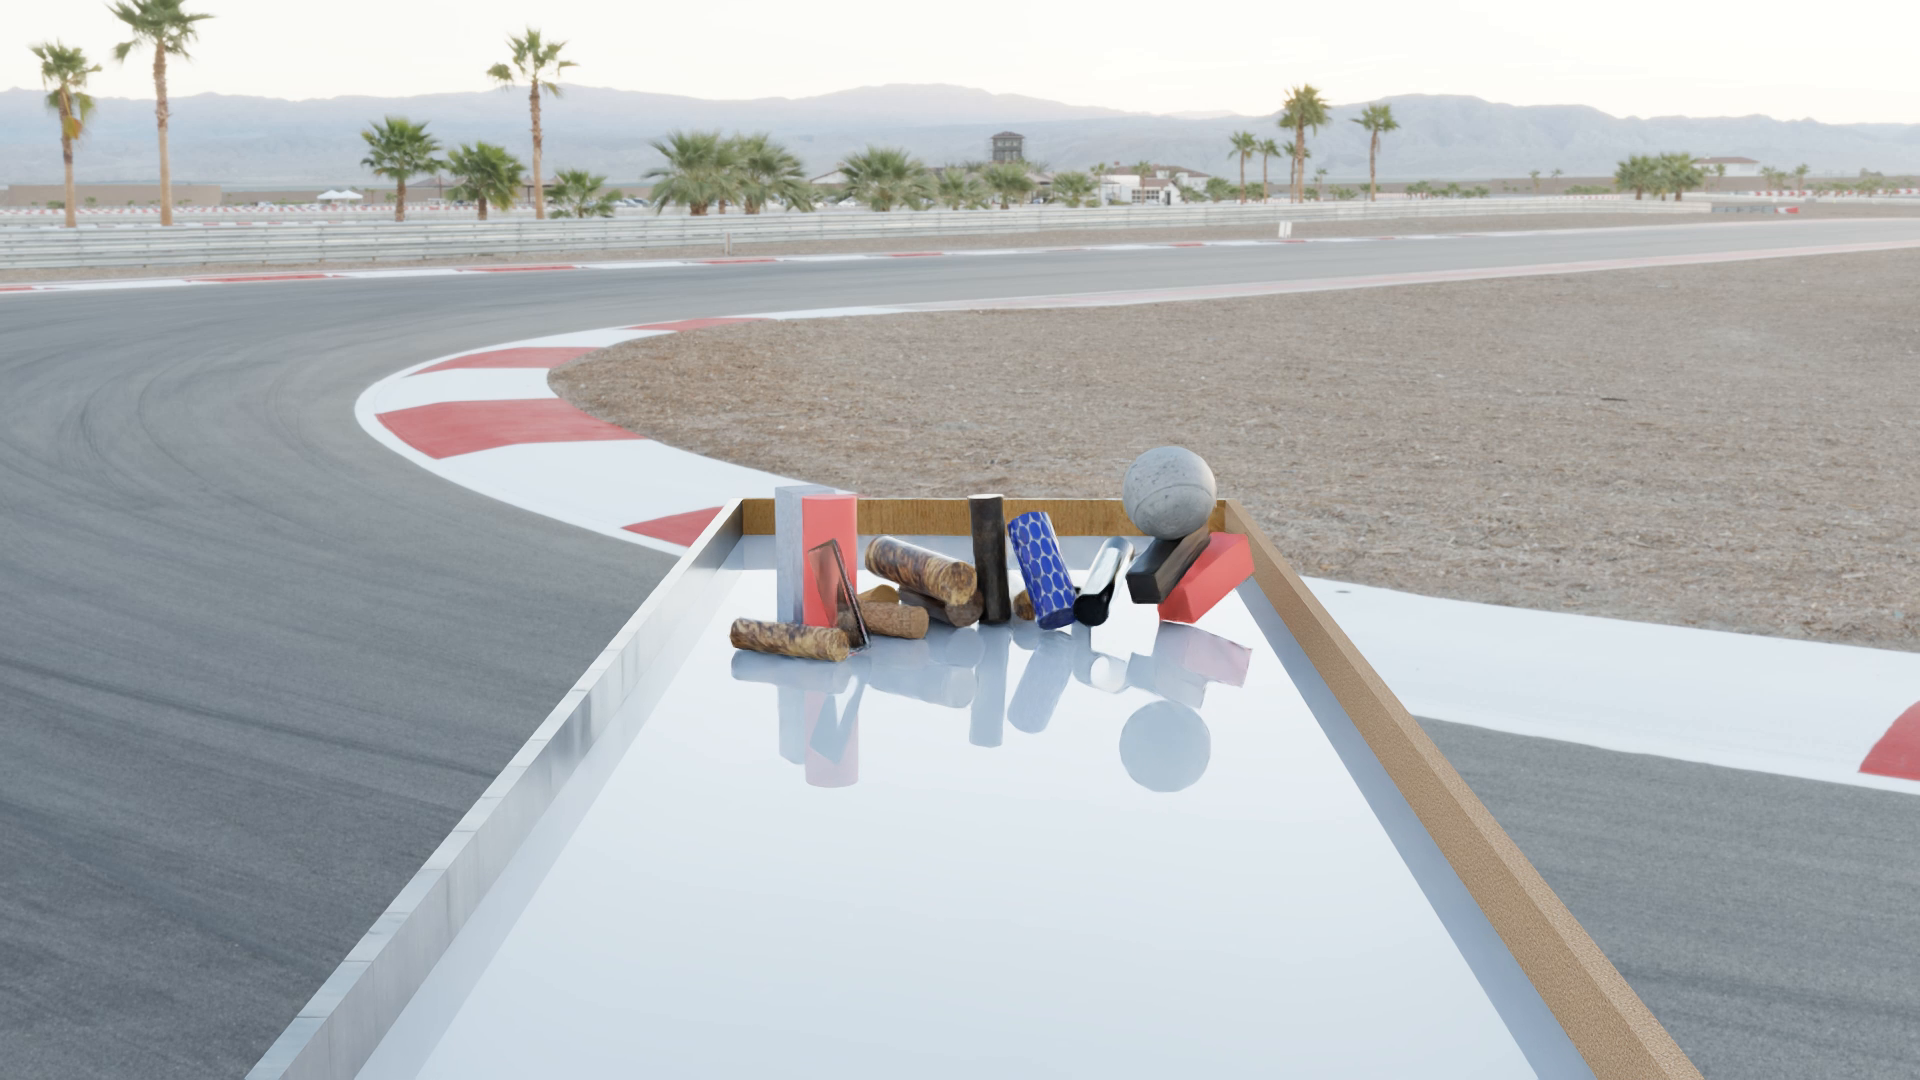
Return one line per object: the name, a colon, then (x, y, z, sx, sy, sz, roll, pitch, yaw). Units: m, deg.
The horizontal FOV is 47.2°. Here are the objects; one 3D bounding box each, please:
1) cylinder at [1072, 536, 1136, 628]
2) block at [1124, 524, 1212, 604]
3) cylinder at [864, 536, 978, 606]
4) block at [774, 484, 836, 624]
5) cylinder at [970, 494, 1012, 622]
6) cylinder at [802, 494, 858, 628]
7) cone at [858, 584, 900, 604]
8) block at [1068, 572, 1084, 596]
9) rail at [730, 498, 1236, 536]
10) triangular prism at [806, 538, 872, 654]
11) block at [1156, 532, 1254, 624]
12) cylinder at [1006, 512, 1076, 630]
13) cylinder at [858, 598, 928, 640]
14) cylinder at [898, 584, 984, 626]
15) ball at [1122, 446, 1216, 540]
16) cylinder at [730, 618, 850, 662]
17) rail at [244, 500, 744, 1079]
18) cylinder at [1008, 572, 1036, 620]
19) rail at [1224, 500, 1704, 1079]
cylinder: (0.473, 0.134, 7.194, 0.119, 0.119, 0.442, 2, 25, 15)
block: (0.693, 0.059, 7.293, 0.107, 0.107, 0.432, -1, 27, 32)
cylinder: (-0.133, 0.097, 7.225, 0.142, 0.142, 0.455, -6, 14, -34)
block: (-0.505, 0.054, 7.220, 0.152, 0.452, 0.152, -4, 10, -25)
cylinder: (0.101, 0.061, 7.278, 0.112, 0.414, 0.112, -4, 7, 0)
cylinder: (-0.411, 0.090, 6.958, 0.172, 0.456, 0.172, -1, 6, 0)
cone: (-0.352, 0.218, 7.439, 0.123, 0.123, 0.333, -7, 1, -38)
block: (0.336, 0.183, 7.475, 0.118, 0.118, 0.357, -2, 9, -13)
rail: (0.099, -0.098, 9.147, 2.100, 0.150, 0.050, 0, 9, 1)
triangular prism: (-0.352, 0.176, 6.794, 0.115, 0.344, 0.099, -25, -13, 31)
block: (0.816, 0.125, 7.378, 0.138, 0.138, 0.374, 6, 31, 42)
cylinder: (0.275, 0.099, 7.188, 0.147, 0.363, 0.147, -14, -26, -7)
cylinder: (-0.271, 0.250, 7.102, 0.340, 0.105, 0.105, 6, 11, 33)
cylinder: (-0.065, 0.191, 7.344, 0.145, 0.145, 0.334, -5, 10, -29)
ball: (0.690, -0.157, 7.249, 0.311, 0.311, 0.311, 0, 9, 0)
cylinder: (-0.525, 0.305, 6.766, 0.380, 0.100, 0.100, 5, 10, 30)
rail: (-1.004, 0.839, 3.234, 0.050, 0.150, 12.000, 0, 9, 1)
cylinder: (0.202, 0.188, 7.490, 0.105, 0.105, 0.359, -1, 9, -9)
rail: (1.046, 0.843, 3.208, 0.050, 0.150, 12.000, 0, 9, 1)
